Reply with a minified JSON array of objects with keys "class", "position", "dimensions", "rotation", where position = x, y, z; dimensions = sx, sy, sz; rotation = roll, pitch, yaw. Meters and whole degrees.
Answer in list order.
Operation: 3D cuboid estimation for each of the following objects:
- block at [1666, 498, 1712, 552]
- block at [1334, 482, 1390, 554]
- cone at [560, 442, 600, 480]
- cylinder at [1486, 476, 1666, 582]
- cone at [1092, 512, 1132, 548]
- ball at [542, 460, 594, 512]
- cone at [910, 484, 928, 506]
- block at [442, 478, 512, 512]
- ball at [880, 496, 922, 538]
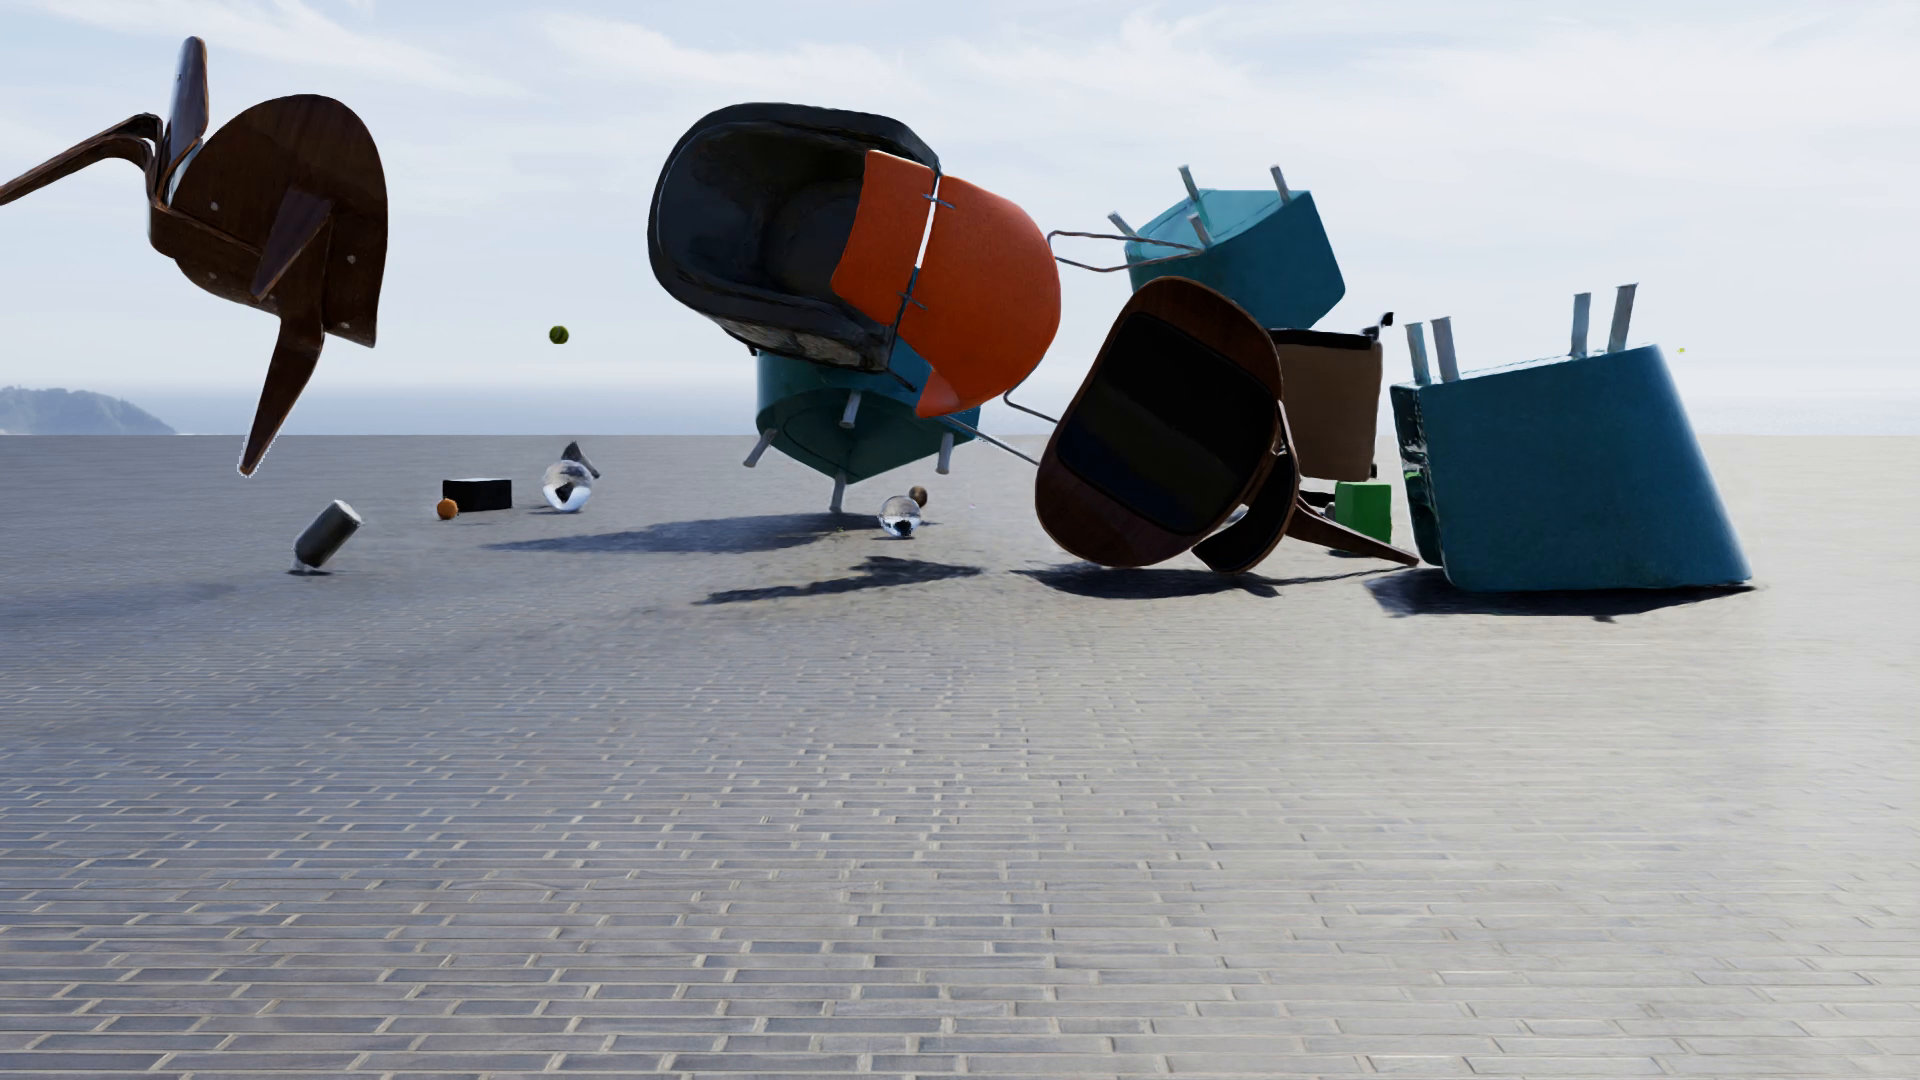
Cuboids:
[{"class":"block","position":[2.006,-0.042,6.051],"dimensions":[0.111,0.094,0.069],"rotation":[-32,40,-33]},{"class":"block","position":[1.115,-0.063,6.094],"dimensions":[0.106,0.188,0.158],"rotation":[-1,4,-8]},{"class":"cone","position":[-1.450,-0.262,8.483],"dimensions":[0.143,0.190,0.229],"rotation":[14,-47,-28]},{"class":"cylinder","position":[1.434,-0.027,5.132],"dimensions":[0.308,0.191,0.289],"rotation":[-11,16,-8]},{"class":"cone","position":[0.448,-0.007,6.284],"dimensions":[0.128,0.109,0.094],"rotation":[-33,38,10]},{"class":"ball","position":[-1.438,-0.198,8.060],"dimensions":[0.188,0.188,0.188],"rotation":[0,4,0]},{"class":"cone","position":[-0.163,-0.162,8.280],"dimensions":[0.076,0.084,0.047],"rotation":[-21,10,30]},{"class":"block","position":[-1.799,-0.169,8.198],"dimensions":[0.153,0.111,0.209],"rotation":[2,5,29]},{"class":"ball","position":[-0.181,-0.072,6.669],"dimensions":[0.127,0.127,0.127],"rotation":[0,4,0]}]
